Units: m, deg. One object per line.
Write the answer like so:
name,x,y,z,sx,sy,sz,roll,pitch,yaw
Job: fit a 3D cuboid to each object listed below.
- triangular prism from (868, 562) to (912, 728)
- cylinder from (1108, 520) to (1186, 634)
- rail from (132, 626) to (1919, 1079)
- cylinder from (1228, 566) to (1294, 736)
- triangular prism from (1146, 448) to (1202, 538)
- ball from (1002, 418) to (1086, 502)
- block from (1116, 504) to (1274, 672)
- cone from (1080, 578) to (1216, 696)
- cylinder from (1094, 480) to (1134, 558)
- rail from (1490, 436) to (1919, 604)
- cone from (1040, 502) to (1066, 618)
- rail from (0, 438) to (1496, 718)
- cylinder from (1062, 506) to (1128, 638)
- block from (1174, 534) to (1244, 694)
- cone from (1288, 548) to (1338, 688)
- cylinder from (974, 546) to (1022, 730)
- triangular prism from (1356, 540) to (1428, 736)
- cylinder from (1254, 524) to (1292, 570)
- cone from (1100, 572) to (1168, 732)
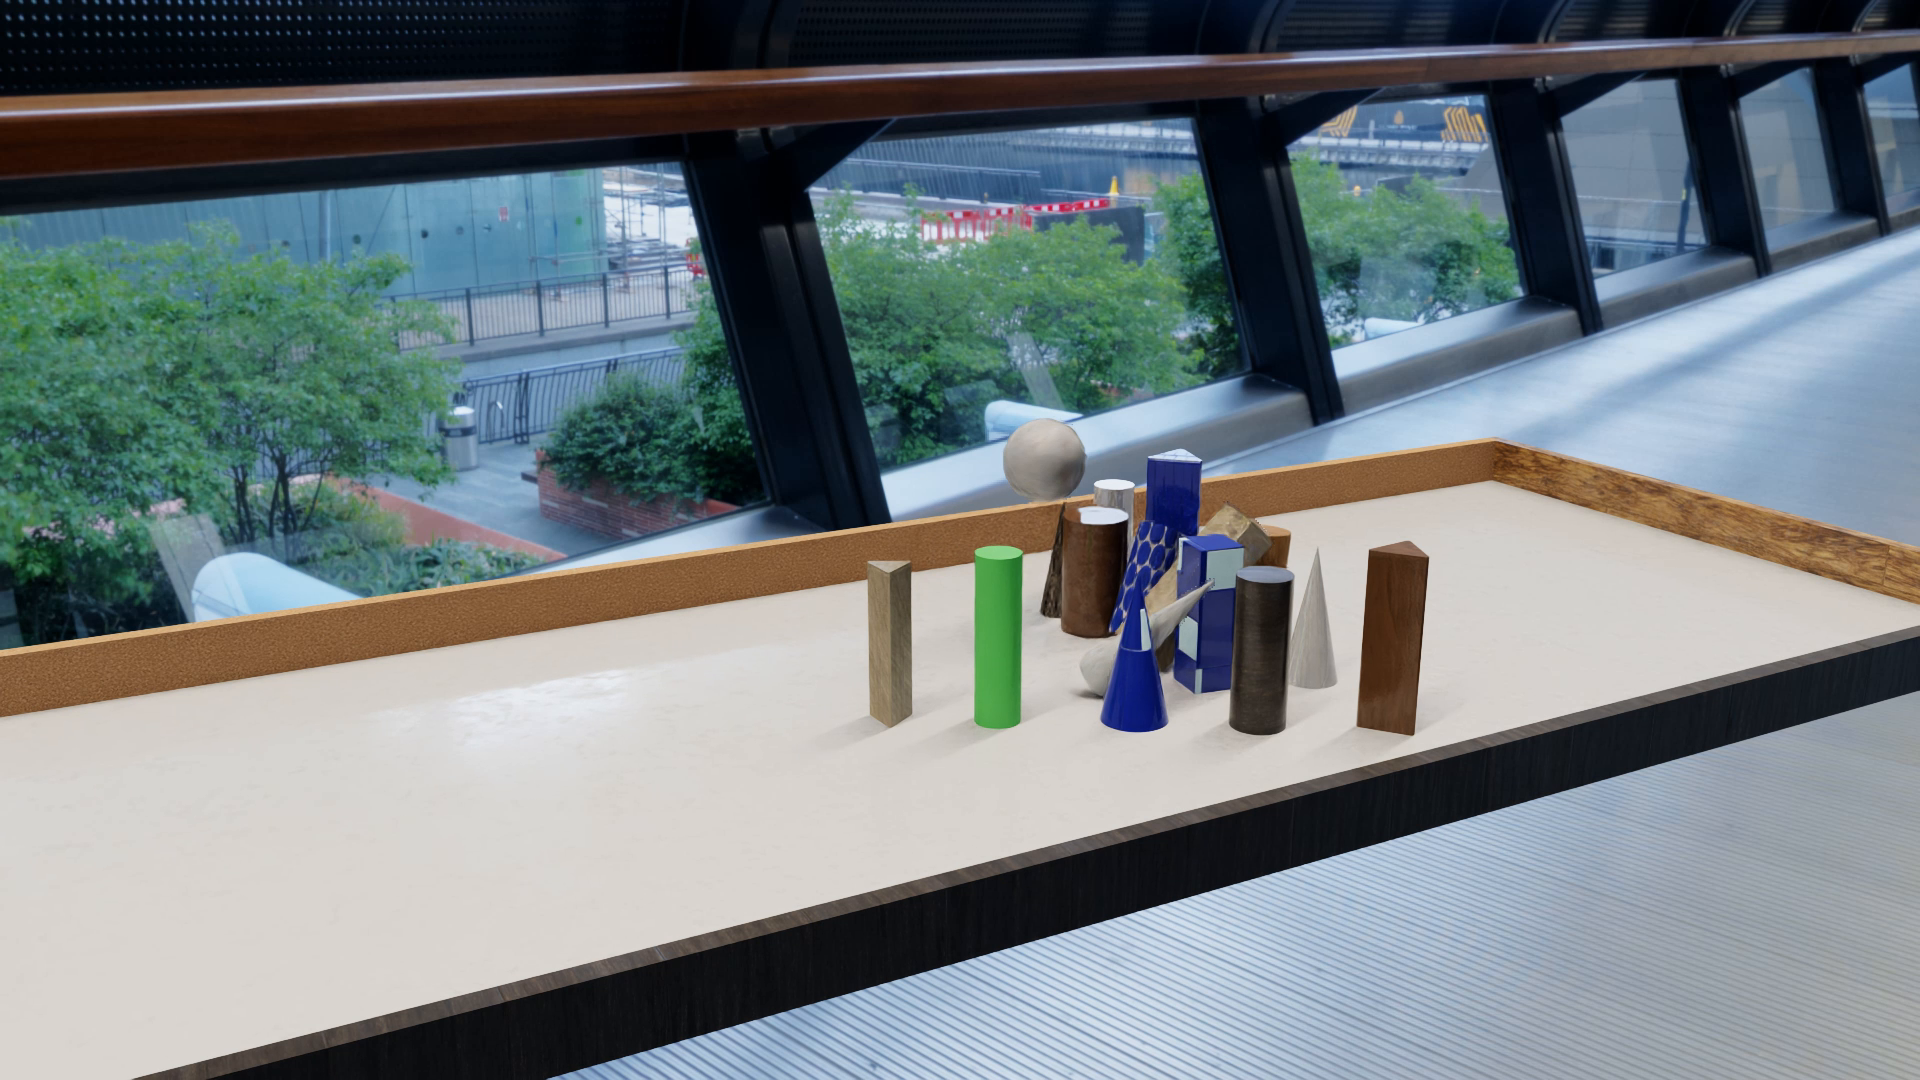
triangular prism,-0.152,0.239,3.867,0.086,0.381,0.100,-10,19,-30
cylinder,0.496,0.114,4.384,0.126,0.305,0.126,17,-2,1
rail,-2.336,1.006,1.665,12.000,0.150,0.050,-9,18,-27
cylinder,0.699,0.256,3.827,0.133,0.370,0.133,0,16,0
triangular prism,0.600,-0.017,4.601,0.146,0.458,0.126,5,17,15
ball,0.236,-0.222,4.613,0.236,0.236,0.236,0,16,0
block,0.596,0.122,4.206,0.112,0.436,0.112,40,0,-41
cone,0.469,0.209,3.924,0.131,0.441,0.131,23,43,-24
cylinder,0.450,-0.014,4.856,0.117,0.309,0.117,0,16,0
rail,2.466,-0.048,5.253,0.050,0.150,2.100,-9,18,-27
cone,0.284,0.046,4.614,0.113,0.328,0.113,1,15,0
rail,-3.305,0.497,3.399,12.000,0.150,0.050,-9,18,-27
cylinder,0.367,0.087,4.492,0.177,0.319,0.177,0,16,0
block,0.615,0.182,4.082,0.118,0.368,0.118,-6,17,-19
cone,0.882,0.182,4.114,0.141,0.351,0.141,0,16,0
cylinder,0.089,0.227,3.846,0.110,0.414,0.110,0,16,0
triangular prism,1.014,0.223,3.830,0.132,0.432,0.115,8,18,25
cylinder,0.786,0.129,4.337,0.126,0.316,0.126,5,13,-1
cone,0.413,0.248,3.860,0.164,0.368,0.164,0,16,0
